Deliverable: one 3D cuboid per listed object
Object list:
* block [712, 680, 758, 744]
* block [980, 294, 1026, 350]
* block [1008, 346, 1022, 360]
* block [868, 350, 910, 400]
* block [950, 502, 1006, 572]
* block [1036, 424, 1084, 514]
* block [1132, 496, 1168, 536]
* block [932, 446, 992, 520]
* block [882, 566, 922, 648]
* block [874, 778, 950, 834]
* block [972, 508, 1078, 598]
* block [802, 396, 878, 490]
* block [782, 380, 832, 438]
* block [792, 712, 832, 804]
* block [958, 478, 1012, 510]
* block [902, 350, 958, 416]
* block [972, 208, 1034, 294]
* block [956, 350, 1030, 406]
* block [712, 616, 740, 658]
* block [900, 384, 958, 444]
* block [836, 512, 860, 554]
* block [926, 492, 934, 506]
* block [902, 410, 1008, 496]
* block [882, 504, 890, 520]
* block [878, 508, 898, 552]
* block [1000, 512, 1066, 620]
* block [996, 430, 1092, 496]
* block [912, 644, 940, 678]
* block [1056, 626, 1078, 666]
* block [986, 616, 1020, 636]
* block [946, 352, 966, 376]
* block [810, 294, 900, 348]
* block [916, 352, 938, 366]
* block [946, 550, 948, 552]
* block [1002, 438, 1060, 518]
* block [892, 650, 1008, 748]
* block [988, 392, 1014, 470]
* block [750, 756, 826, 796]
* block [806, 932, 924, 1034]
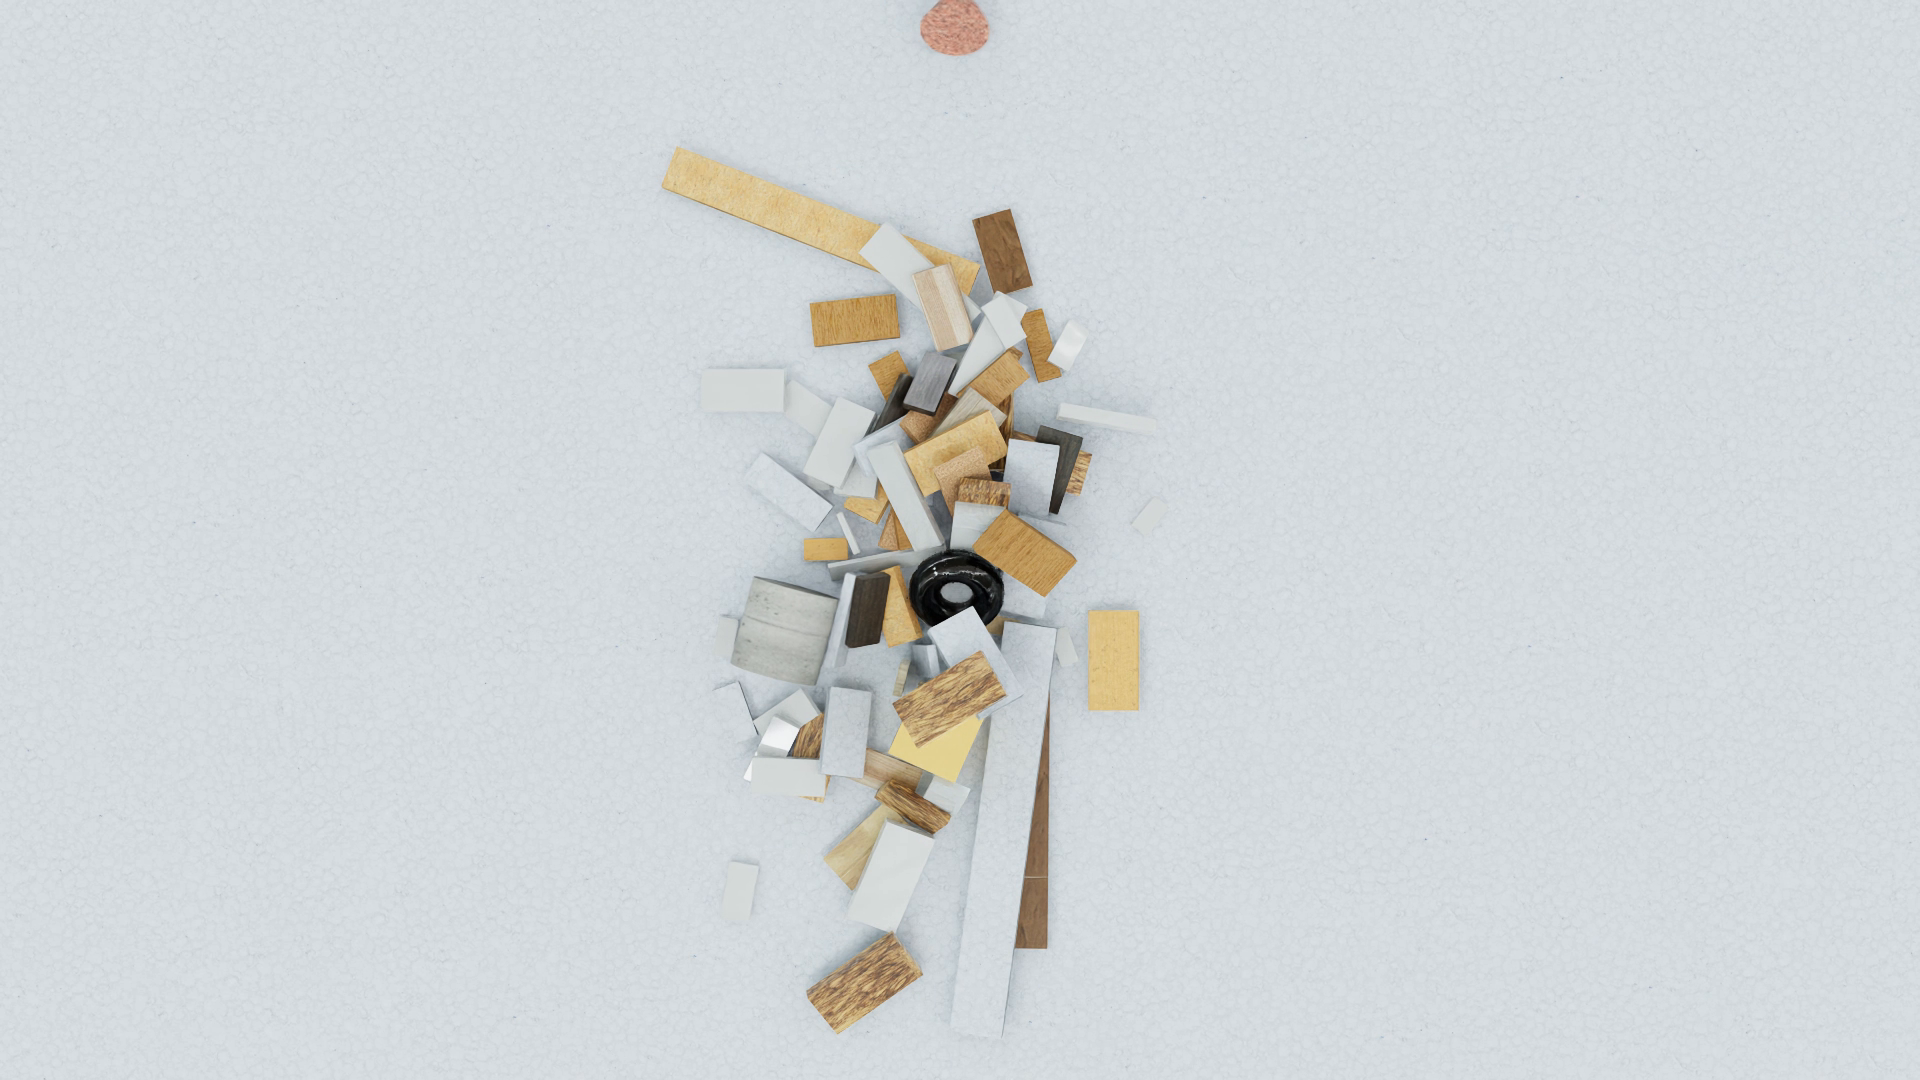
[{"bbox_3d":[-0.748,0.575,5.487,0.095,0.027,0.190,-19,90,0],"label":"block"},{"bbox_3d":[0.143,-0.711,5.381,0.080,0.023,0.159,-33,103,-5],"label":"block"},{"bbox_3d":[0.134,-0.629,5.490,0.140,0.020,0.070,33,90,0],"label":"block"},{"bbox_3d":[-0.197,-0.487,5.484,0.111,0.031,0.262,-27,90,0],"label":"block"},{"bbox_3d":[0.051,0.012,5.363,0.163,0.327,0.046,6,47,-1],"label":"block"},{"bbox_3d":[0.292,-0.228,5.398,0.145,0.041,0.290,17,126,0],"label":"block"},{"bbox_3d":[0.633,-0.080,5.491,0.061,0.017,0.122,40,90,0],"label":"block"},{"bbox_3d":[0.024,-0.171,5.342,0.162,0.325,0.046,-27,61,-3],"label":"block"},{"bbox_3d":[-0.219,0.220,5.450,0.125,0.035,0.249,-19,90,34],"label":"block"},{"bbox_3d":[-0.156,0.877,5.426,0.235,0.117,0.033,34,52,-9],"label":"block"},{"bbox_3d":[0.210,0.044,5.302,0.327,0.046,0.163,33,104,-35],"label":"block"},{"bbox_3d":[-0.394,-0.318,5.425,0.138,0.039,0.276,24,85,13],"label":"block"},{"bbox_3d":[-0.498,-0.425,5.484,0.222,0.031,0.111,35,90,0],"label":"block"},{"bbox_3d":[-0.483,0.715,5.480,0.143,0.040,0.285,16,90,0],"label":"block"},{"bbox_3d":[0.067,-0.079,5.352,0.162,0.325,0.046,7,55,-1],"label":"block"},{"bbox_3d":[-0.097,-0.511,5.386,0.108,0.031,0.216,18,64,9],"label":"block"},{"bbox_3d":[0.141,-0.952,5.481,0.133,0.038,0.266,-17,90,0],"label":"block"},{"bbox_3d":[0.108,-0.505,5.394,0.223,0.032,0.112,-41,104,1],"label":"block"},{"bbox_3d":[-0.779,0.324,5.491,0.065,0.018,0.130,10,90,0],"label":"block"},{"bbox_3d":[-0.095,-0.420,5.415,0.114,0.032,0.228,50,64,-29],"label":"block"},{"bbox_3d":[-0.369,-0.022,5.464,0.020,0.072,0.144,-24,90,0],"label":"block"},{"bbox_3d":[-0.099,-0.208,5.452,0.027,0.095,0.191,1,90,0],"label":"block"},{"bbox_3d":[-0.013,-0.281,5.332,0.312,0.044,0.156,-27,103,-4],"label":"block"},{"bbox_3d":[-0.213,-0.161,5.486,0.095,0.027,0.191,43,90,0],"label":"block"},{"bbox_3d":[-0.194,-0.055,5.464,0.095,0.027,0.191,19,94,-22],"label":"block"},{"bbox_3d":[0.232,0.085,5.437,0.163,0.046,0.327,14,104,-1],"label":"block"},{"bbox_3d":[0.279,-0.257,5.479,0.290,0.041,0.145,17,90,0],"label":"block"},{"bbox_3d":[-0.111,0.393,5.395,0.030,0.210,0.105,-9,90,-15],"label":"block"},{"bbox_3d":[0.346,0.355,5.491,0.061,0.017,0.122,-20,90,0],"label":"block"},{"bbox_3d":[0.133,0.285,5.491,0.122,0.017,0.061,12,90,0],"label":"block"},{"bbox_3d":[-0.022,-0.584,5.490,0.140,0.020,0.070,-10,90,0],"label":"block"},{"bbox_3d":[-0.349,-0.728,5.480,0.285,0.040,0.143,-6,90,0],"label":"block"},{"bbox_3d":[-0.100,-0.550,5.475,0.070,0.020,0.140,-5,93,21],"label":"block"},{"bbox_3d":[-0.050,0.061,5.468,0.094,0.047,0.013,-27,47,-11],"label":"block"},{"bbox_3d":[0.220,-0.175,5.380,0.162,0.046,0.325,8,129,0],"label":"block"},{"bbox_3d":[-0.031,0.505,5.218,0.330,0.047,0.165,-32,78,6],"label":"block"},{"bbox_3d":[0.103,-0.375,5.453,0.145,0.041,0.290,0,86,14],"label":"block"},{"bbox_3d":[-0.564,0.776,5.422,0.243,0.034,0.121,3,95,-8],"label":"block"},{"bbox_3d":[-0.315,1.463,5.450,0.346,0.049,0.173,-35,108,0],"label":"block"}]
